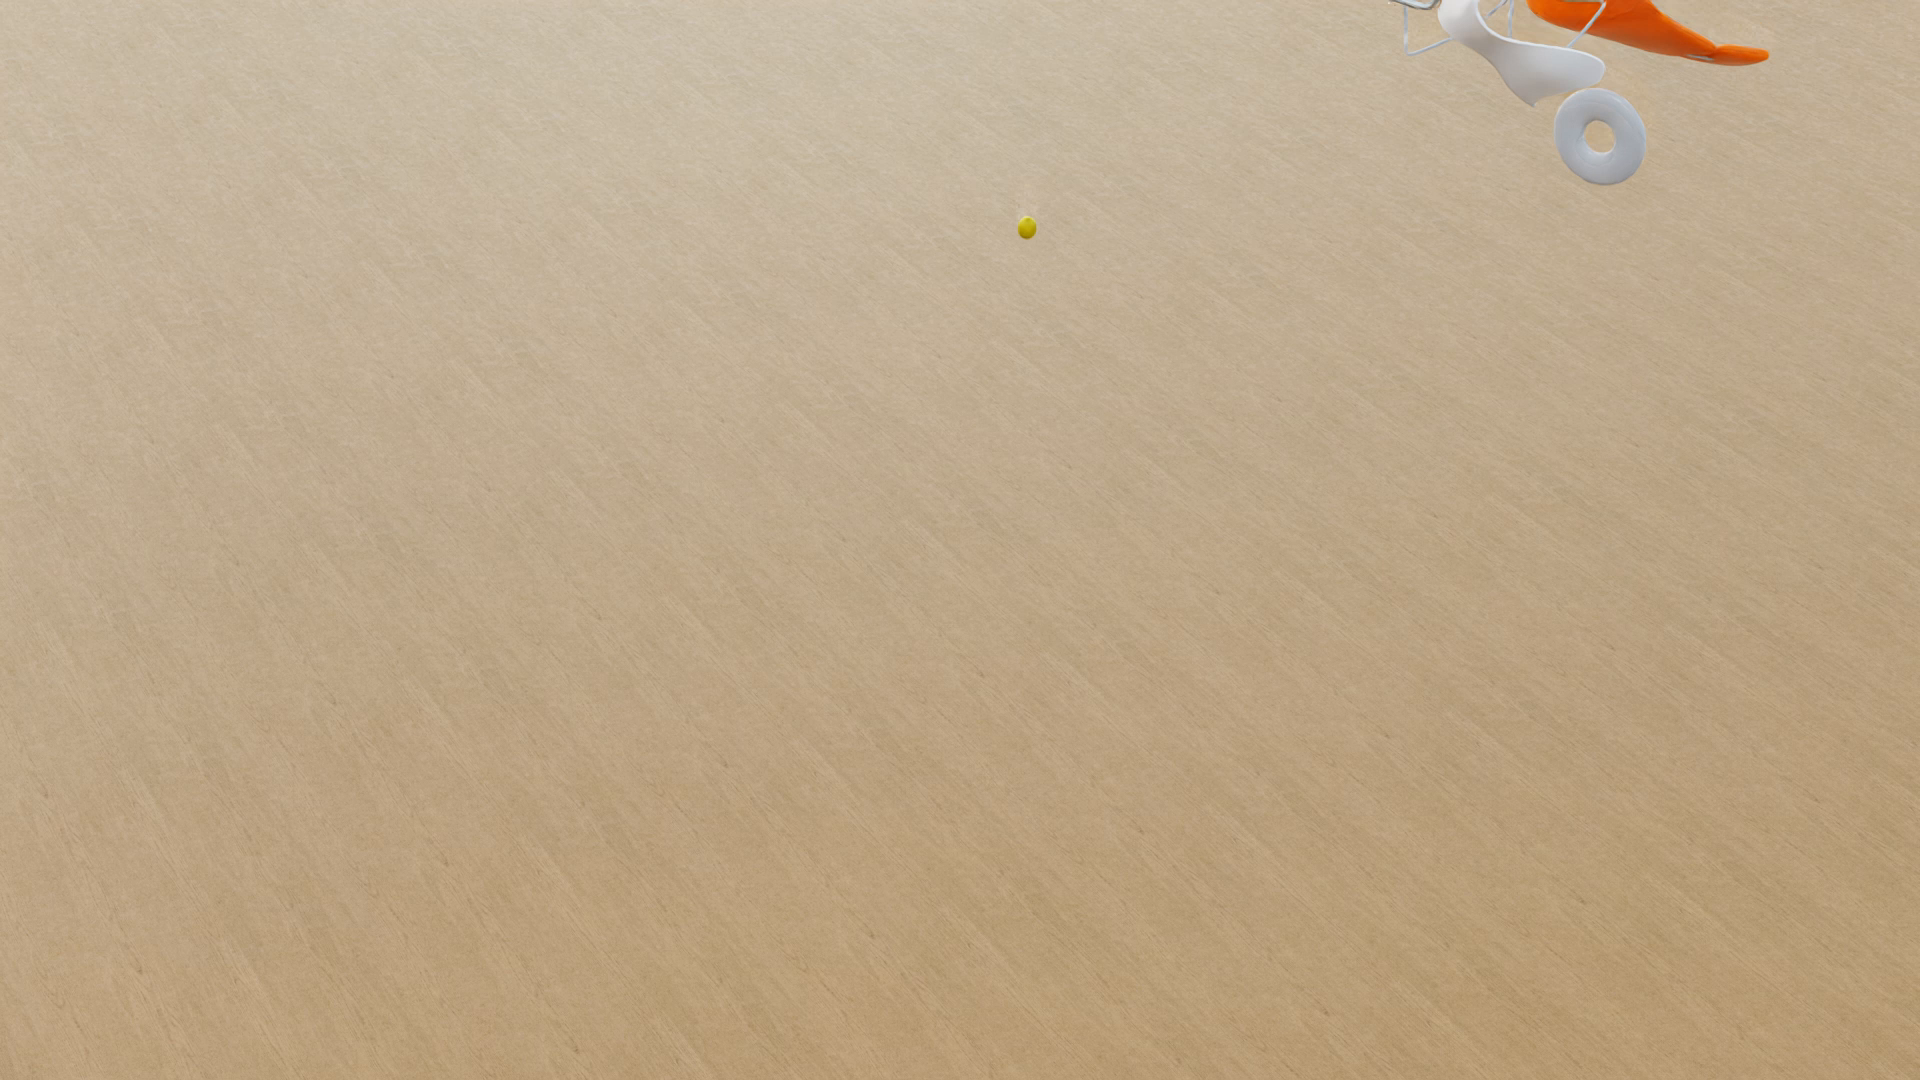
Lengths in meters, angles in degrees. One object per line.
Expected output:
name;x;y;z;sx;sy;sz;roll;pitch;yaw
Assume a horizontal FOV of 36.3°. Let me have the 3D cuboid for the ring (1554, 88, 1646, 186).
ring;2.017;-1.271;9.245;0.315;0.322;0.045;-17;12;44
